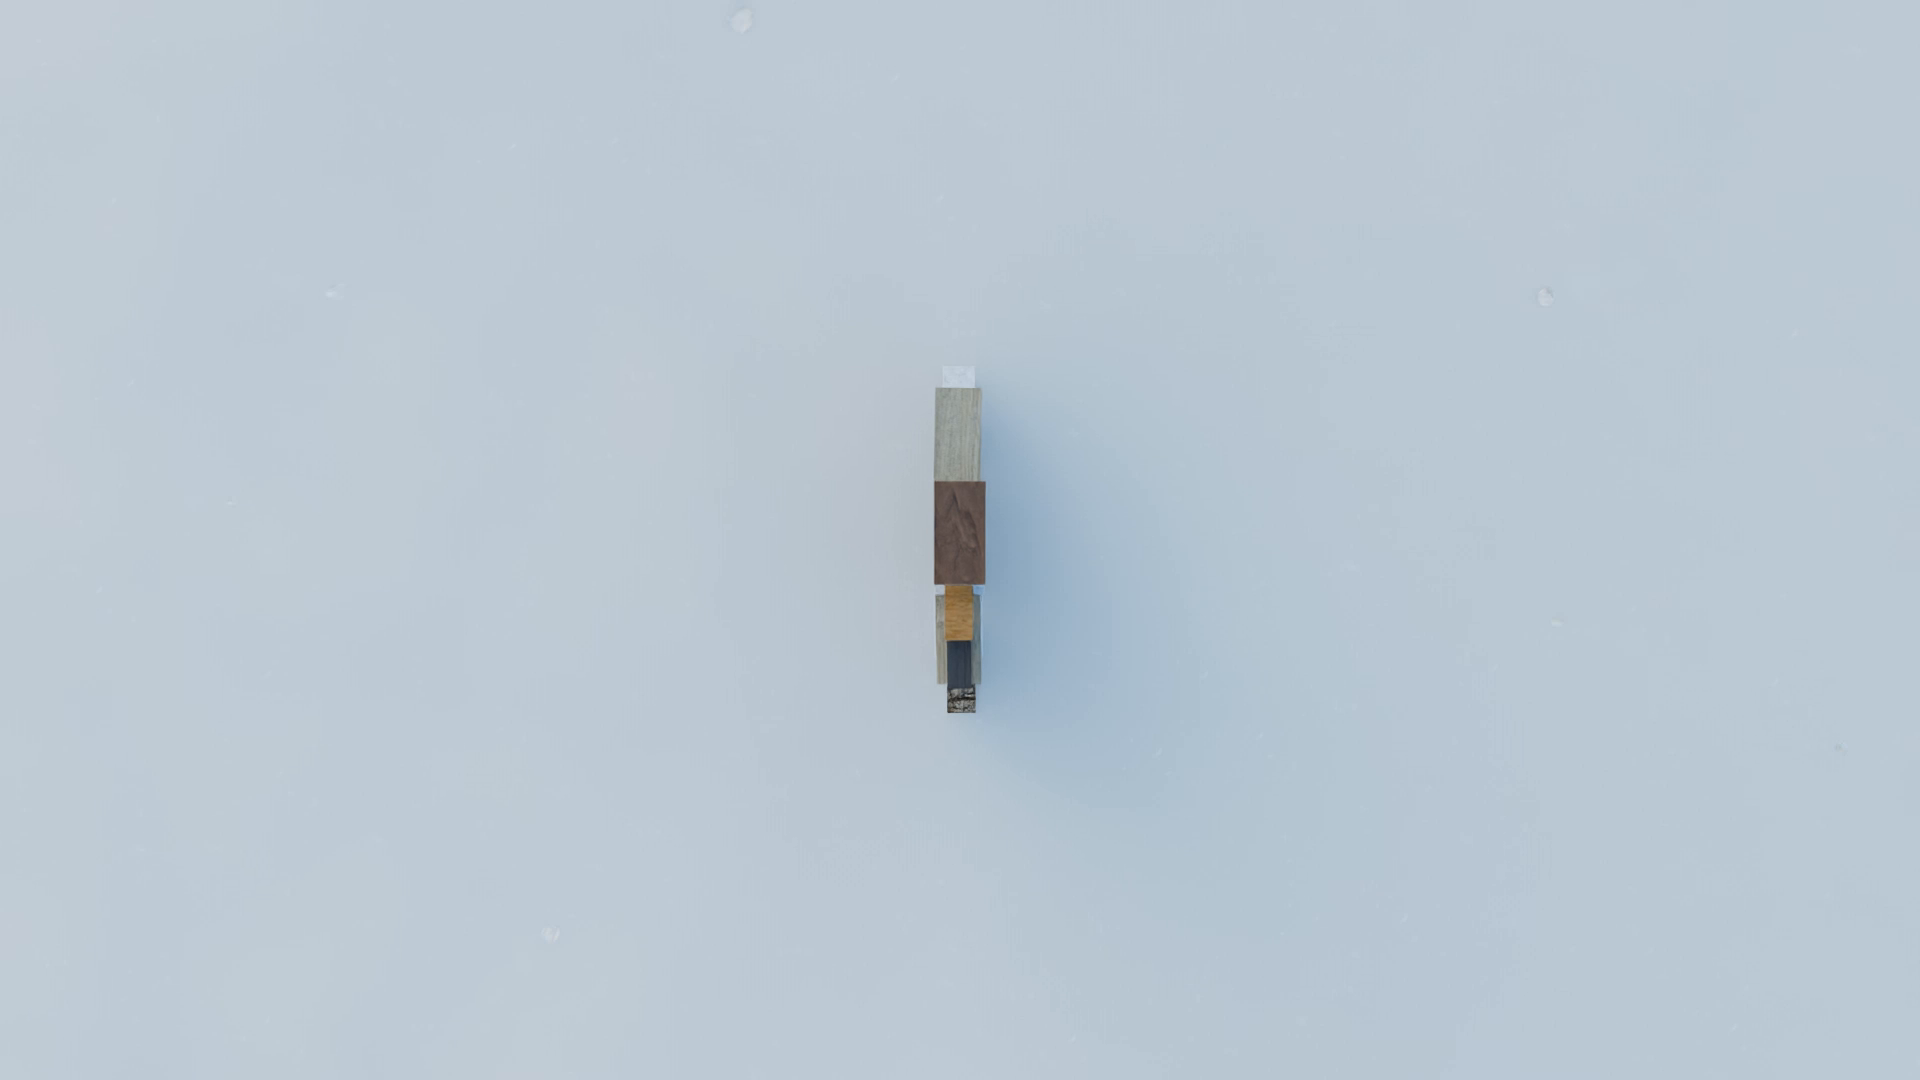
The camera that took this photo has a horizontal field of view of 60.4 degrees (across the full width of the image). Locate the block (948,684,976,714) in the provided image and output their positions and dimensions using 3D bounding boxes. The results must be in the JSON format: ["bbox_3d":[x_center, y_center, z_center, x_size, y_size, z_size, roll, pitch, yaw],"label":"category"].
[{"bbox_3d":[0.005,0.464,5.304,0.091,0.026,0.183,0,90,0],"label":"block"}]

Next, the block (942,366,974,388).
[{"bbox_3d":[-0.004,-0.452,5.278,0.104,0.029,0.207,0,90,0],"label":"block"}]

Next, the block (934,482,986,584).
[{"bbox_3d":[0.000,-0.018,4.361,0.136,0.039,0.272,0,90,0],"label":"block"}]

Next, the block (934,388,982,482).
[{"bbox_3d":[-0.006,-0.287,4.504,0.128,0.036,0.256,1,90,0],"label":"block"}]

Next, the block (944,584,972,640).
[{"bbox_3d":[-0.003,0.197,4.490,0.076,0.021,0.151,0,90,0],"label":"block"}]

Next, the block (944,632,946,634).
[{"bbox_3d":[-0.003,0.247,4.593,0.076,0.184,0.021,-1,90,0],"label":"block"}]

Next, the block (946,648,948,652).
[{"bbox_3d":[-0.003,0.299,4.618,0.067,0.133,0.019,-1,89,0],"label":"block"}]

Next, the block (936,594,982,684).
[{"bbox_3d":[-0.005,0.282,4.703,0.127,0.036,0.255,-1,90,0],"label":"block"}]

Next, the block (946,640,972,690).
[{"bbox_3d":[-0.002,0.343,4.542,0.067,0.019,0.133,-1,90,0],"label":"block"}]

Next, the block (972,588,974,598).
[{"bbox_3d":[-0.001,0.146,4.576,0.076,0.151,0.021,0,89,0],"label":"block"}]

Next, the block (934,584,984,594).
[{"bbox_3d":[-0.001,0.010,4.673,0.142,0.040,0.284,0,90,0],"label":"block"}]

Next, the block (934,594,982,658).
[{"bbox_3d":[-0.004,0.216,5.176,0.151,0.043,0.302,0,90,0],"label":"block"}]
